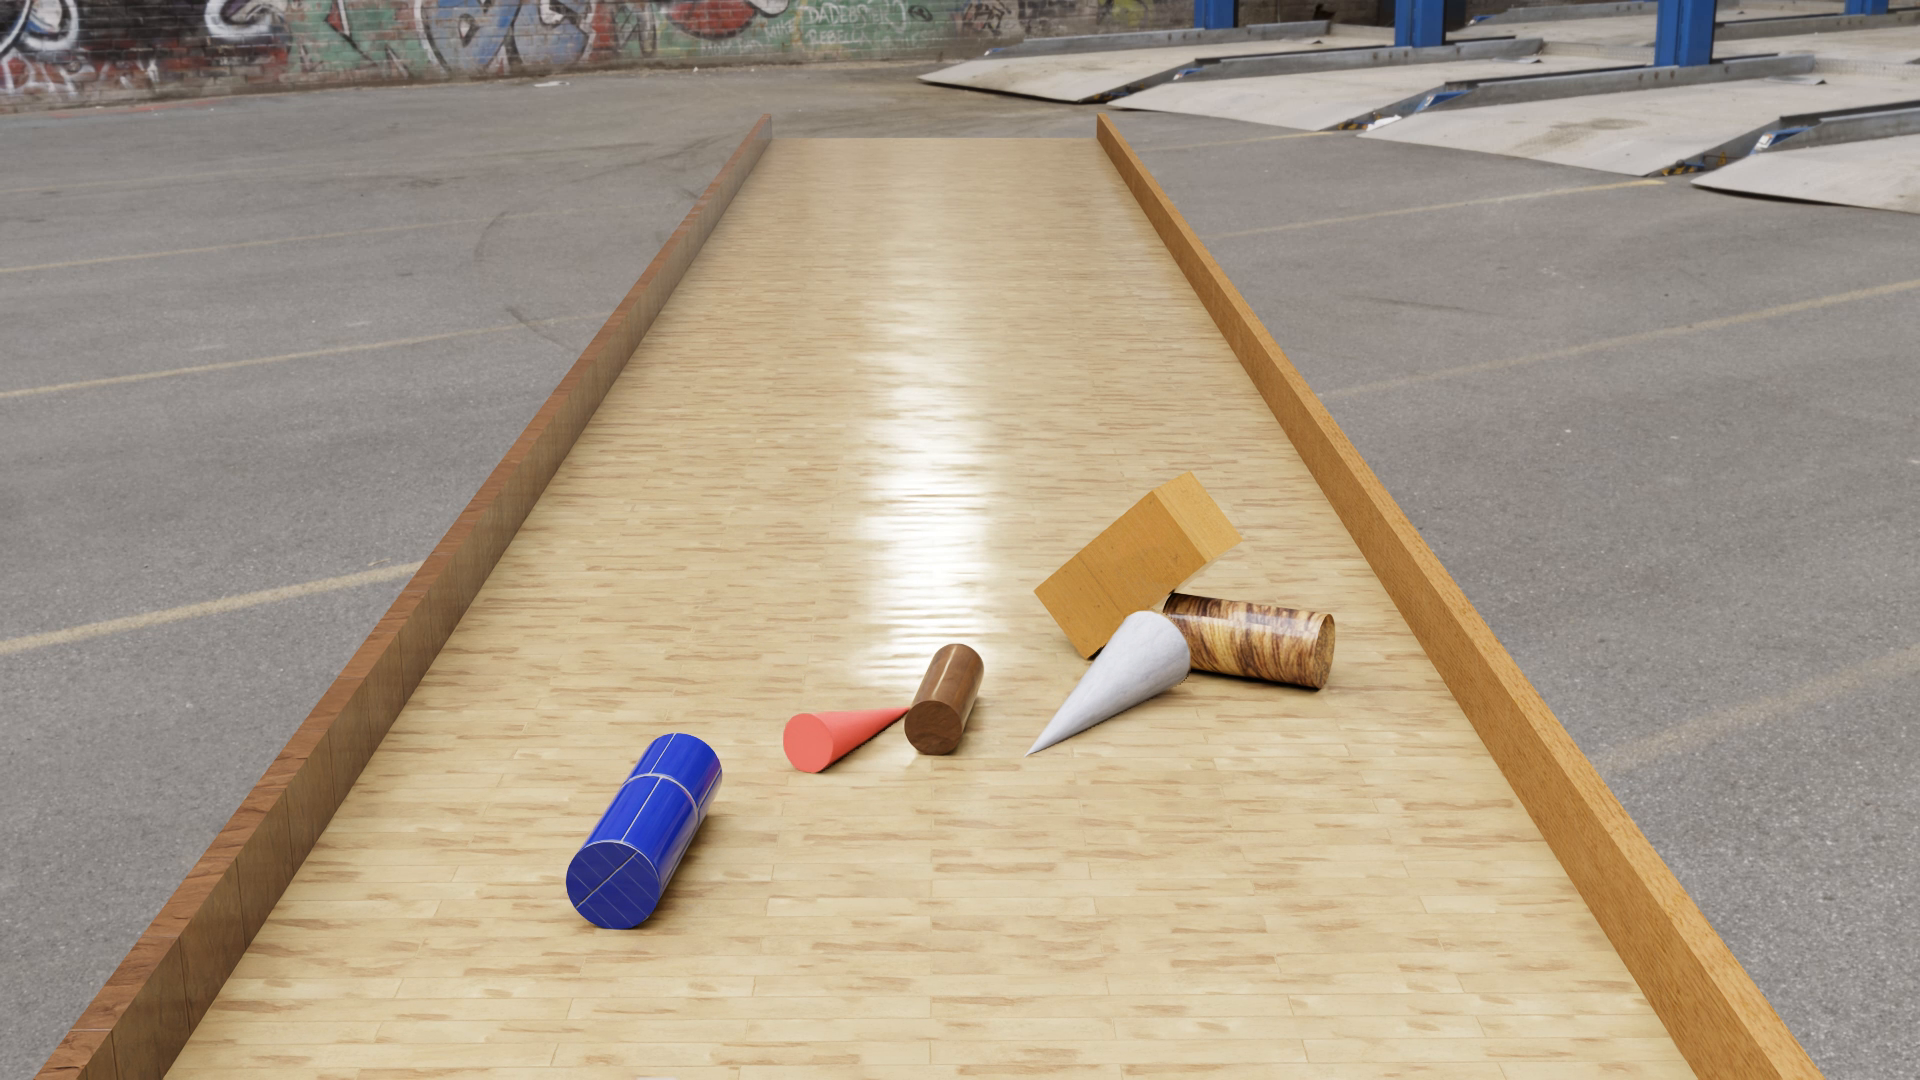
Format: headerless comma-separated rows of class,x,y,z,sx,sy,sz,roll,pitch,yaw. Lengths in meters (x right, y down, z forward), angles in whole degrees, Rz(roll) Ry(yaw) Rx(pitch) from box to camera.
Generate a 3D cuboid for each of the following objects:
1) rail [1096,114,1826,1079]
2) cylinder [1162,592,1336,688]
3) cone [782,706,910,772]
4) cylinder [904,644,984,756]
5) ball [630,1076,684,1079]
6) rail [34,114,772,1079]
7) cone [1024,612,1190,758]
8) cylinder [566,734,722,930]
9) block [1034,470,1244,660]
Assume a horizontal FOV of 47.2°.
rail,0.932,-0.844,7.801,0.050,0.150,12.000,0,17,-1
cylinder,0.562,0.196,4.313,0.316,0.146,0.146,8,18,24
cone,-0.175,0.335,4.007,0.106,0.106,0.371,9,11,29
cylinder,-0.027,0.291,4.063,0.105,0.105,0.310,2,17,8
ball,-0.323,0.714,2.306,0.296,0.296,0.296,0,17,0
rail,-1.118,-0.838,7.780,0.050,0.150,12.000,0,17,-1
cone,0.244,0.299,4.081,0.161,0.161,0.452,12,30,34
cylinder,-0.490,0.450,3.463,0.142,0.142,0.436,2,17,6
block,0.355,0.051,4.400,0.357,0.175,0.175,-42,-9,33
